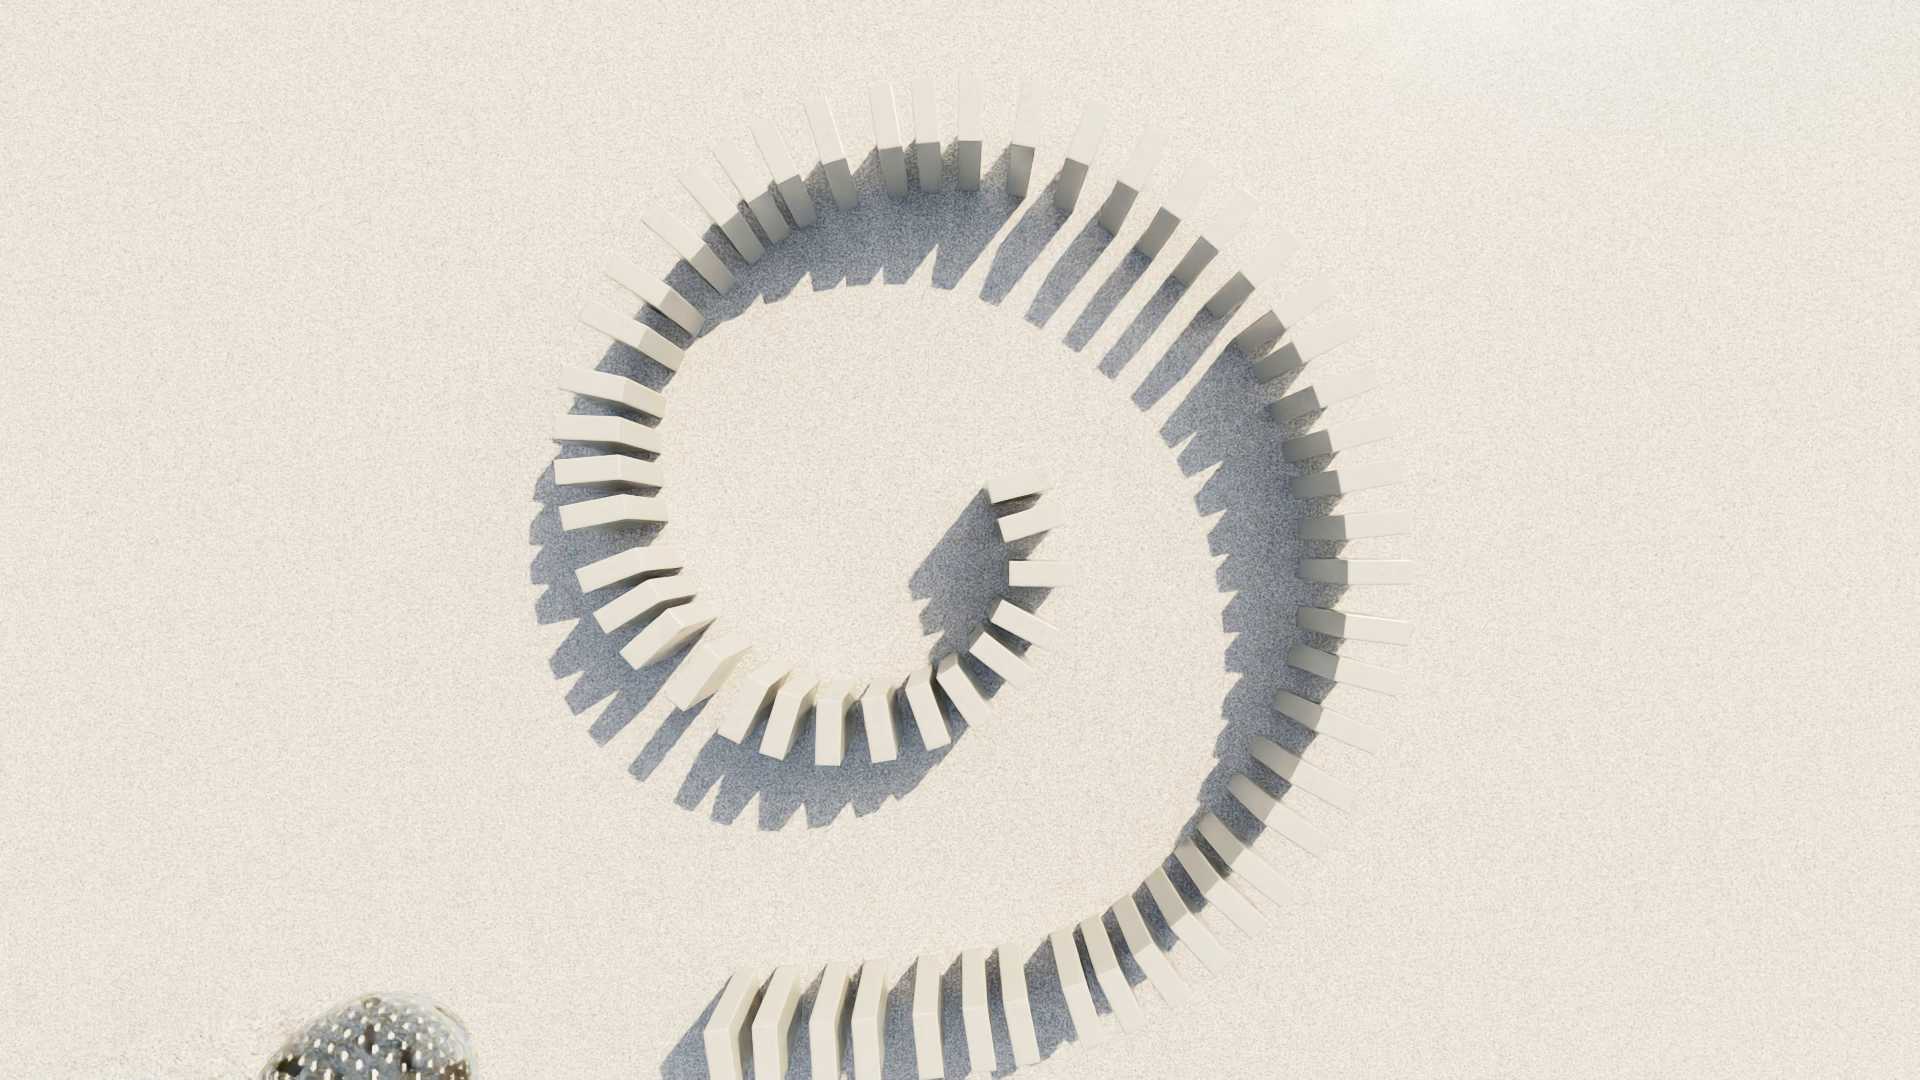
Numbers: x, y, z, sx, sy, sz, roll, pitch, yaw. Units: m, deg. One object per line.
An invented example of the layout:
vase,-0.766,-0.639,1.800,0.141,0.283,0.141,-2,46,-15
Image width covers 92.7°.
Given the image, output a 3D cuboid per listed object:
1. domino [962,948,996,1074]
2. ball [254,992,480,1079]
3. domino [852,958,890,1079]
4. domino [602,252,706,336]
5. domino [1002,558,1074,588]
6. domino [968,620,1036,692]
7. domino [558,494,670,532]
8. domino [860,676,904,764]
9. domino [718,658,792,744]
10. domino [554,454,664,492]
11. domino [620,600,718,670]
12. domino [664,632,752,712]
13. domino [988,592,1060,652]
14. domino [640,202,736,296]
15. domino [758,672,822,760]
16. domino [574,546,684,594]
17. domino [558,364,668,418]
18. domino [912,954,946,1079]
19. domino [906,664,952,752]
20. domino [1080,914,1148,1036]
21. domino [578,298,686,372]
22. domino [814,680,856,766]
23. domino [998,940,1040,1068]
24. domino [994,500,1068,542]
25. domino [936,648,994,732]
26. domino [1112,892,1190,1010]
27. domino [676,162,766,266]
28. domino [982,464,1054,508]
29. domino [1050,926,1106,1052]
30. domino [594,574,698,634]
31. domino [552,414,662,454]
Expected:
domino,0.007,0.191,0.375,0.009,0.050,0.025,-8,90,0
ball,-0.234,0.222,0.360,0.080,0.080,0.080,0,90,0
domino,-0.036,0.196,0.375,0.009,0.050,0.025,-4,90,0
domino,-0.124,-0.099,0.375,0.025,0.050,0.009,33,90,0
domino,0.031,0.013,0.375,0.025,0.050,0.009,1,90,0
domino,0.016,0.047,0.375,0.025,0.050,0.010,38,90,0
domino,-0.140,-0.010,0.375,0.025,0.050,0.010,-11,90,0
domino,-0.031,0.072,0.375,0.009,0.050,0.025,-10,90,0
domino,-0.083,0.065,0.375,0.009,0.050,0.025,27,90,0
domino,-0.142,-0.027,0.375,0.025,0.050,0.010,-5,90,0
domino,-0.118,0.038,0.375,0.025,0.050,0.010,-42,90,0
domino,-0.102,0.053,0.375,0.009,0.050,0.025,37,90,0
domino,0.025,0.033,0.375,0.025,0.050,0.009,28,90,0
domino,-0.110,-0.118,0.375,0.025,0.050,0.010,40,90,0
domino,-0.069,0.071,0.375,0.009,0.050,0.025,17,90,0
domino,-0.134,0.012,0.375,0.025,0.050,0.009,-21,90,0
domino,-0.141,-0.060,0.375,0.025,0.050,0.010,12,90,0
domino,-0.012,0.194,0.375,0.010,0.050,0.025,-6,90,0
domino,-0.012,0.067,0.375,0.010,0.050,0.025,-20,90,0
domino,0.062,0.176,0.375,0.010,0.050,0.025,-26,90,0
domino,-0.133,-0.083,0.375,0.025,0.050,0.009,26,90,0
domino,-0.050,0.074,0.375,0.009,0.050,0.025,2,90,0
domino,0.024,0.188,0.375,0.009,0.050,0.025,-11,90,0
domino,0.028,-0.007,0.375,0.025,0.050,0.009,-17,90,0
domino,0.002,0.060,0.375,0.009,0.050,0.025,-35,90,0
domino,0.077,0.167,0.375,0.009,0.050,0.025,-36,90,0
domino,-0.096,-0.132,0.375,0.009,0.050,0.025,-42,90,0
domino,0.023,-0.022,0.375,0.025,0.050,0.010,-14,90,0
domino,0.047,0.182,0.375,0.009,0.050,0.025,-19,90,0
domino,-0.127,0.026,0.375,0.025,0.050,0.009,-31,90,0
domino,-0.143,-0.043,0.375,0.025,0.050,0.009,2,90,0
